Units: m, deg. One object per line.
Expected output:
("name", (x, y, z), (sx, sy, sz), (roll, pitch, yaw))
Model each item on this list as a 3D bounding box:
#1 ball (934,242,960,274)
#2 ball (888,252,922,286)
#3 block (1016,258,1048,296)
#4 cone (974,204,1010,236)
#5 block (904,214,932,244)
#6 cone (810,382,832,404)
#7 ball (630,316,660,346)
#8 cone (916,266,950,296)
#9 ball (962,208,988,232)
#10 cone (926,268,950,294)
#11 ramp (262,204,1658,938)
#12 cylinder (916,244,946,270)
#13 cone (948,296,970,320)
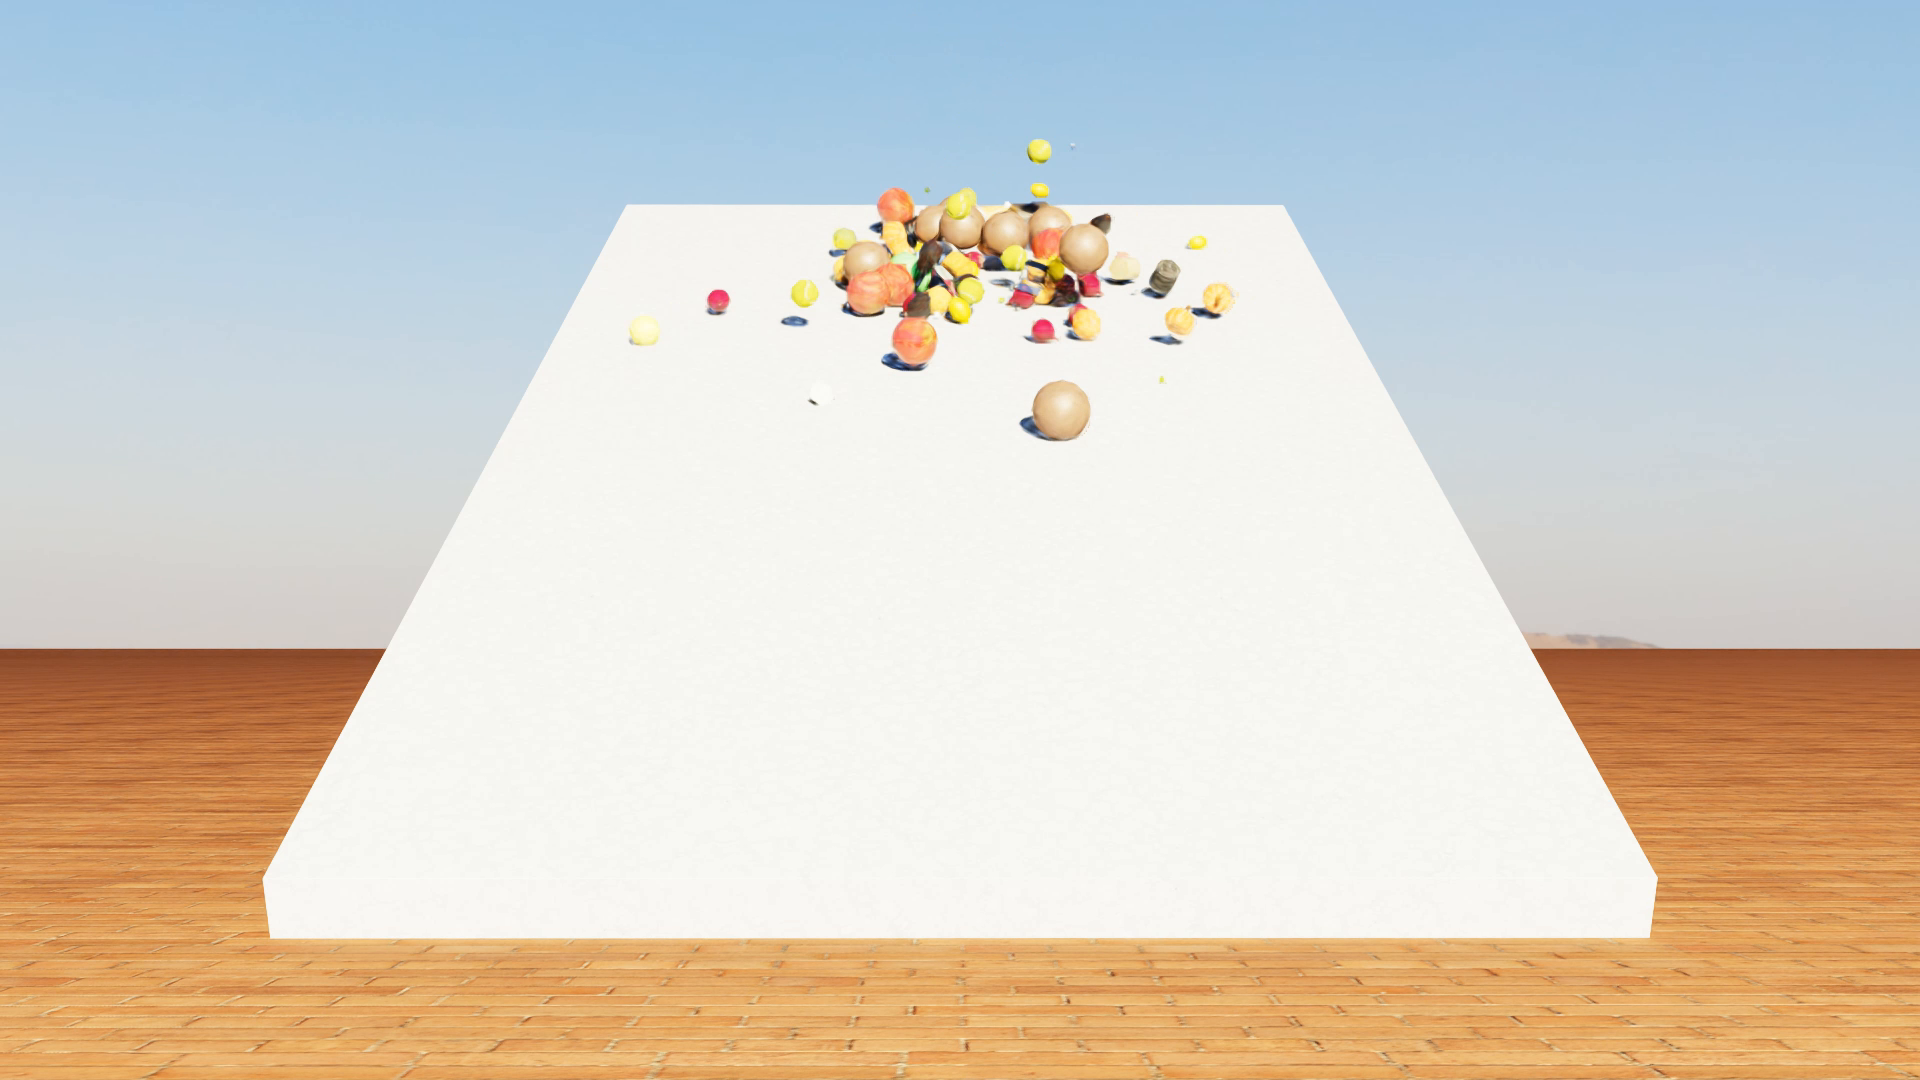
("ball", (-0.047, -0.766, 6.252), (0.093, 0.093, 0.093), (0, -3, 0))
("ball", (-0.147, -0.723, 6.128), (0.089, 0.089, 0.089), (0, -3, 0))
("block", (0.187, -0.676, 5.915), (0.061, 0.061, 0.061), (17, -21, -5))
("cone", (0.109, -0.945, 6.638), (0.099, 0.099, 0.099), (-33, 4, -11))
("block", (-0.119, -0.893, 6.587), (0.055, 0.055, 0.055), (-28, 23, 4))
("cone", (-0.330, -0.330, 5.265), (0.054, 0.054, 0.054), (2, -15, -34))
("ball", (-0.775, -0.516, 5.656), (0.075, 0.075, 0.075), (0, -3, 0))
("cone", (-0.059, -0.669, 6.078), (0.085, 0.085, 0.085), (31, -6, -6))
("ball", (0.042, -0.902, 6.465), (0.068, 0.068, 0.068), (0, -3, 0))
("cone", (-0.063, -0.677, 5.972), (0.067, 0.067, 0.067), (-11, 2, 0))
("ramp", (-0.007, -0.221, 5.167), (2.000, 0.100, 4.000), (0, 22, 0))
("cylinder", (-0.078, -0.759, 6.171), (0.060, 0.060, 0.060), (-1, -11, 22))
("cone", (0.002, -0.593, 5.913), (0.060, 0.060, 0.060), (0, -5, 7))
